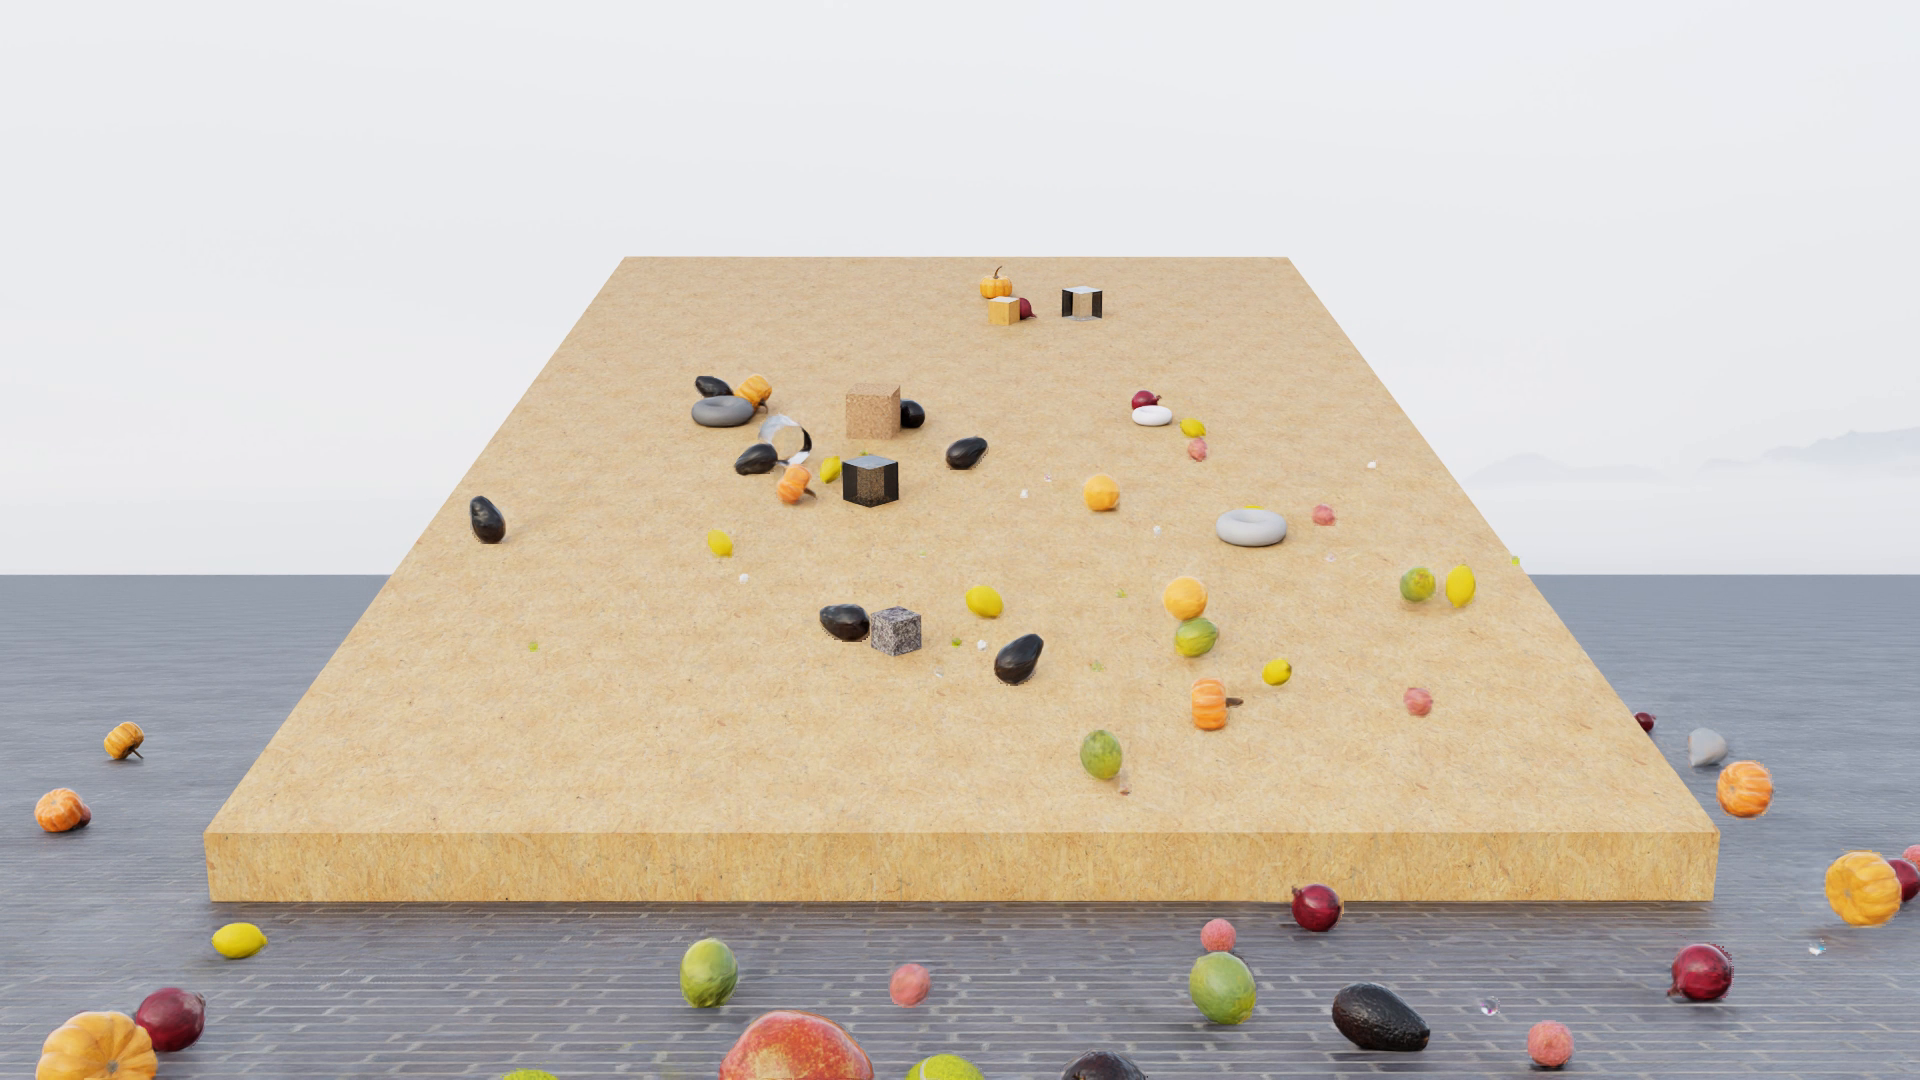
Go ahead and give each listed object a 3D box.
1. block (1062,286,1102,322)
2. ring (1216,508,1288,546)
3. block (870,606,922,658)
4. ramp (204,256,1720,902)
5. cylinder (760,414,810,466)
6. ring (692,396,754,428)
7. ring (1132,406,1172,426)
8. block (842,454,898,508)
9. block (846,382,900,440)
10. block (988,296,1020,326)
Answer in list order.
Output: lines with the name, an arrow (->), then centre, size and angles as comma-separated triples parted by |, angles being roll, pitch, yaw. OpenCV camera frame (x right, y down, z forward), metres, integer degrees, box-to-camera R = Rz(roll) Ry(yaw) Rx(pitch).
block -> 0.323, -0.625, 5.927 | 0.076, 0.076, 0.076 | -13, 22, -34
ring -> 0.538, -0.023, 4.135 | 0.132, 0.044, 0.132 | -1, 18, 0
block -> -0.103, 0.146, 3.589 | 0.058, 0.058, 0.058 | -15, 23, -38
ramp -> -0.004, -0.187, 4.866 | 2.000, 0.100, 4.000 | 0, 18, 0
cylinder -> -0.362, -0.205, 4.617 | 0.088, 0.088, 0.088 | 0, 22, -18
ring -> -0.523, -0.283, 4.922 | 0.137, 0.046, 0.137 | -1, 19, 0
ring -> 0.423, -0.273, 4.922 | 0.089, 0.030, 0.089 | -1, 19, 0
block -> -0.174, -0.115, 4.359 | 0.077, 0.077, 0.077 | 17, 25, 42
block -> -0.186, -0.276, 4.819 | 0.099, 0.099, 0.099 | 3, 18, 10
block -> 0.116, -0.602, 5.879 | 0.060, 0.060, 0.060 | 10, 21, 28
